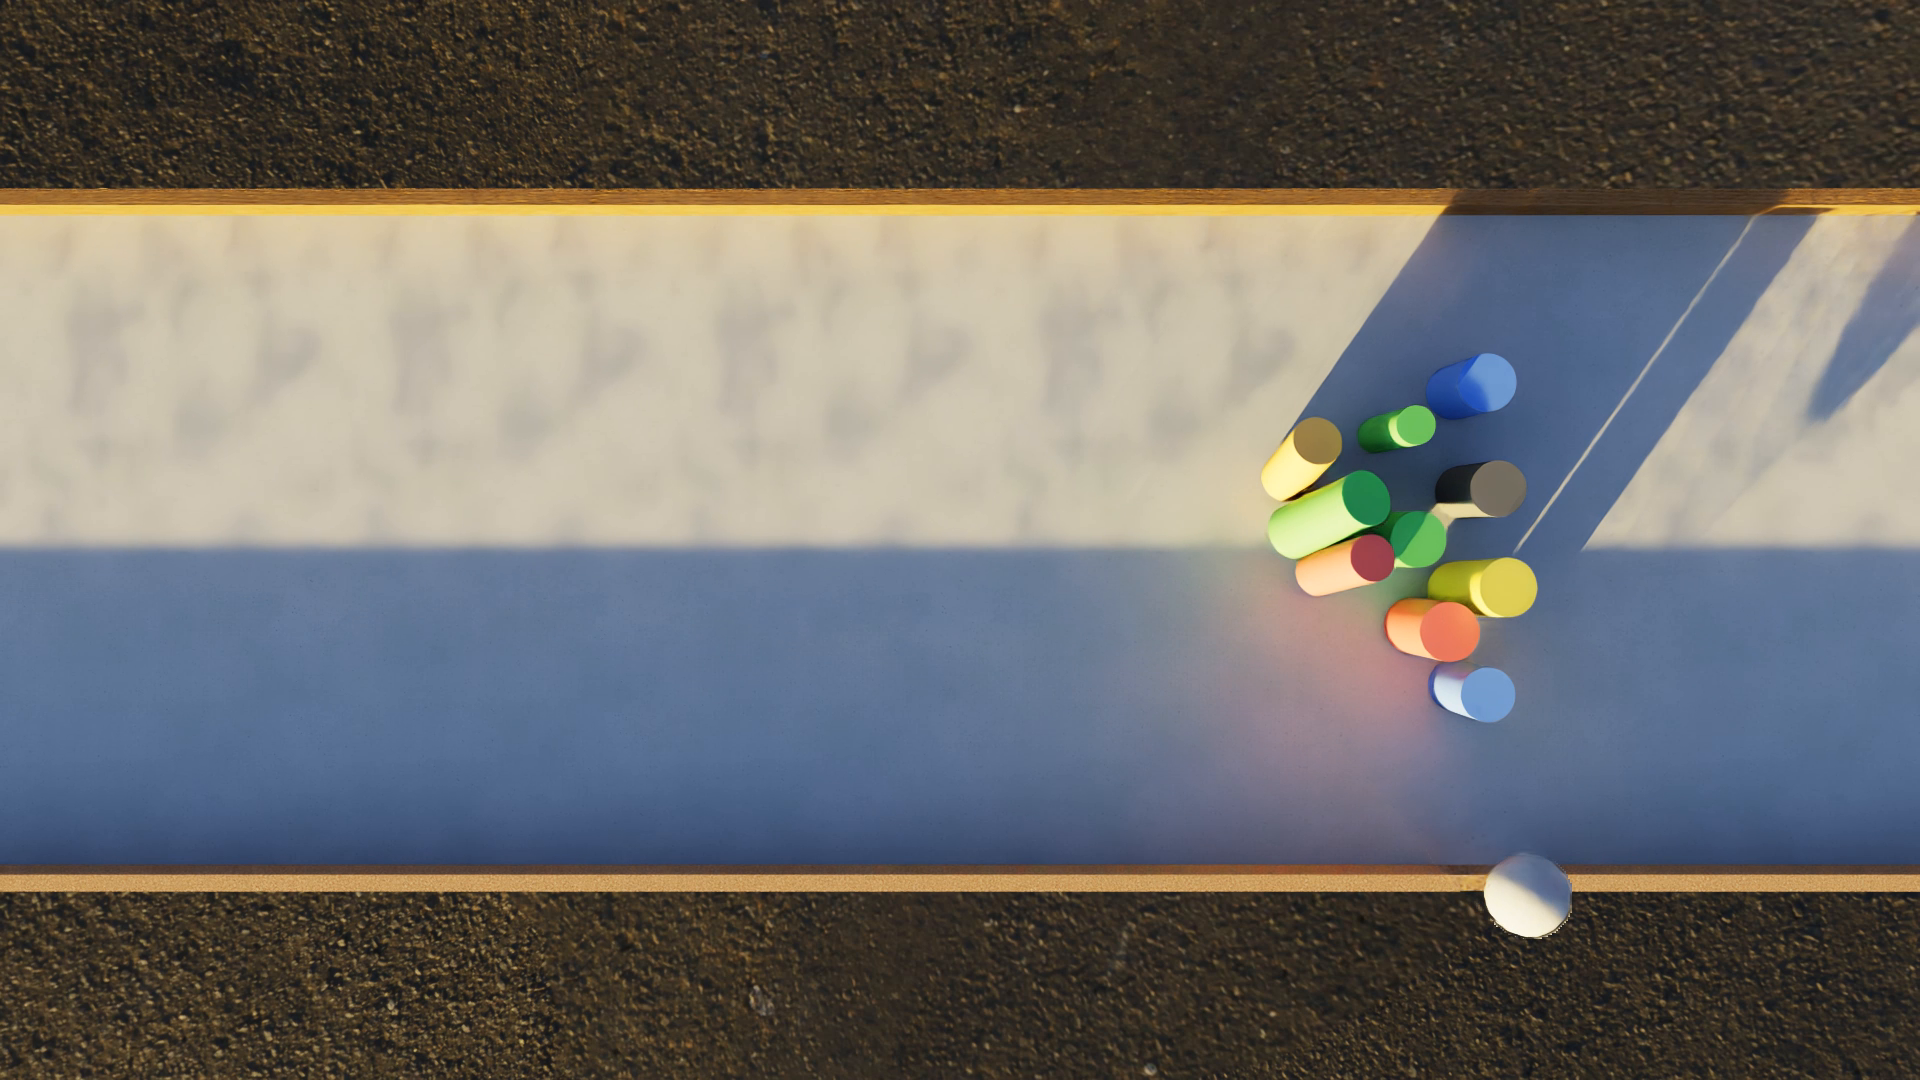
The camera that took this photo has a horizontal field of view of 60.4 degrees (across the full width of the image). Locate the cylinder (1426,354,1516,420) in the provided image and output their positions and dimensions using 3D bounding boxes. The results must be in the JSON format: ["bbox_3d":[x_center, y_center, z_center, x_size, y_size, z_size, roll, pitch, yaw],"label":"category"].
[{"bbox_3d":[1.518,-0.453,4.911,0.167,0.331,0.167,0,90,0],"label":"cylinder"}]

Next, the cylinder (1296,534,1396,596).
[{"bbox_3d":[1.133,0.077,4.870,0.137,0.391,0.137,2,82,-11],"label":"cylinder"}]

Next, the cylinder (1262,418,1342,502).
[{"bbox_3d":[1.012,-0.236,4.896,0.147,0.333,0.147,2,73,-5],"label":"cylinder"}]

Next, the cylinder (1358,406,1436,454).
[{"bbox_3d":[1.278,-0.322,4.849,0.111,0.455,0.111,0,90,0],"label":"cylinder"}]

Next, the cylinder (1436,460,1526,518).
[{"bbox_3d":[1.543,-0.147,4.901,0.163,0.350,0.163,0,90,0],"label":"cylinder"}]

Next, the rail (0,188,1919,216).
[{"bbox_3d":[-2.247,-1.025,5.002,12.000,0.150,0.050,0,90,0],"label":"rail"}]

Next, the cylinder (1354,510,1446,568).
[{"bbox_3d":[1.299,-0.002,4.888,0.163,0.369,0.163,0,90,-3],"label":"cylinder"}]

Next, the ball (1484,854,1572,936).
[{"bbox_3d":[1.634,1.021,4.749,0.236,0.236,0.236,0,90,0],"label":"ball"}]

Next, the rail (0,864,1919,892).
[{"bbox_3d":[-2.247,1.025,5.001,12.000,0.150,0.050,0,90,0],"label":"rail"}]

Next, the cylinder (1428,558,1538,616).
[{"bbox_3d":[1.532,0.143,4.860,0.167,0.421,0.167,0,88,-4],"label":"cylinder"}]

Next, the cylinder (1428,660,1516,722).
[{"bbox_3d":[1.520,0.446,4.911,0.158,0.330,0.158,0,90,0],"label":"cylinder"}]

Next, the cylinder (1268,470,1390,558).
[{"bbox_3d":[1.085,-0.071,4.870,0.165,0.380,0.165,7,73,-22],"label":"cylinder"}]

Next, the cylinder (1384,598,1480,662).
[{"bbox_3d":[1.394,0.262,4.891,0.172,0.366,0.172,0,90,-1],"label":"cylinder"}]
